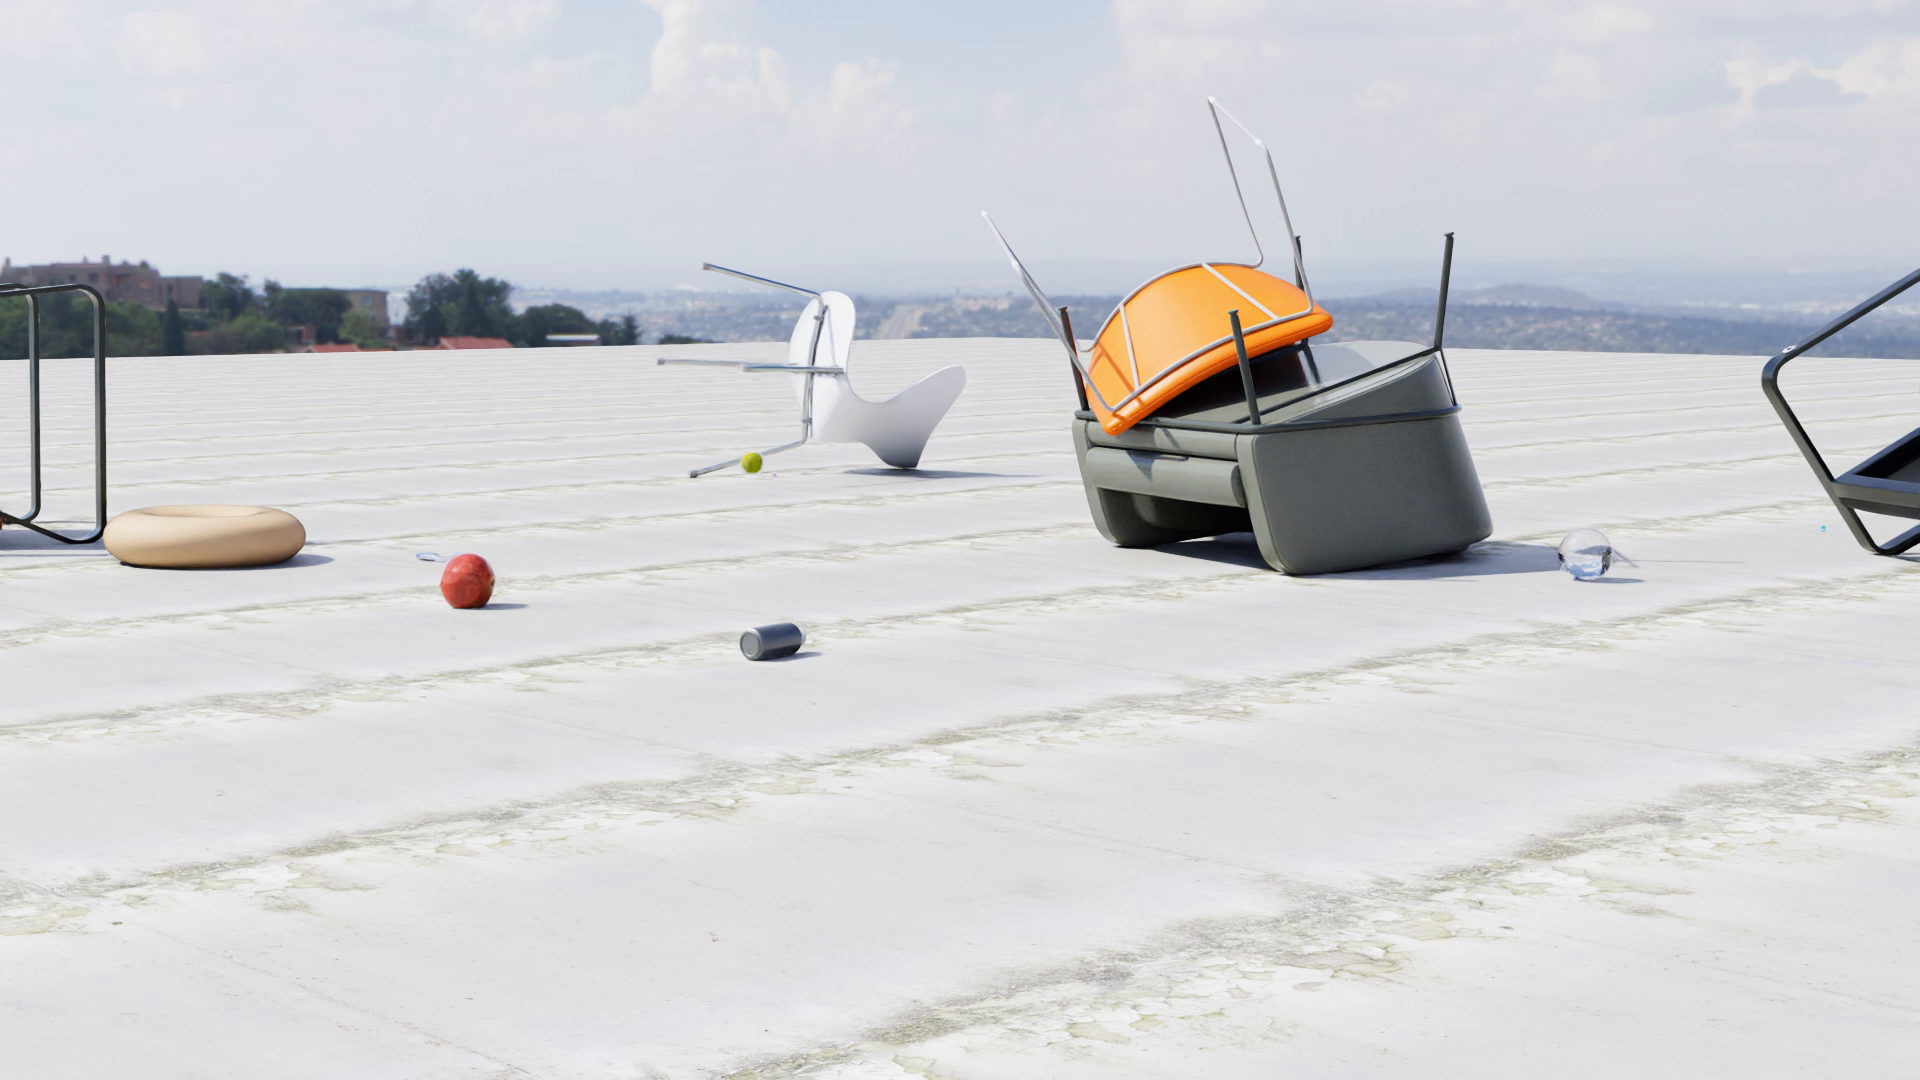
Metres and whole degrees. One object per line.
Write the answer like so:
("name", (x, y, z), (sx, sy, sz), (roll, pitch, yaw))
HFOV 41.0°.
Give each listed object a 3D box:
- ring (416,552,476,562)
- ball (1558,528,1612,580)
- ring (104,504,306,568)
("ring", (-1.195, 0.038, 5.954), (0.148, 0.018, 0.075), (2, 7, 15))
("ball", (1.355, 0.030, 5.558), (0.115, 0.115, 0.115), (0, 6, 0))
("ring", (-1.746, -0.009, 5.931), (0.465, 0.119, 0.403), (2, 7, 12))
